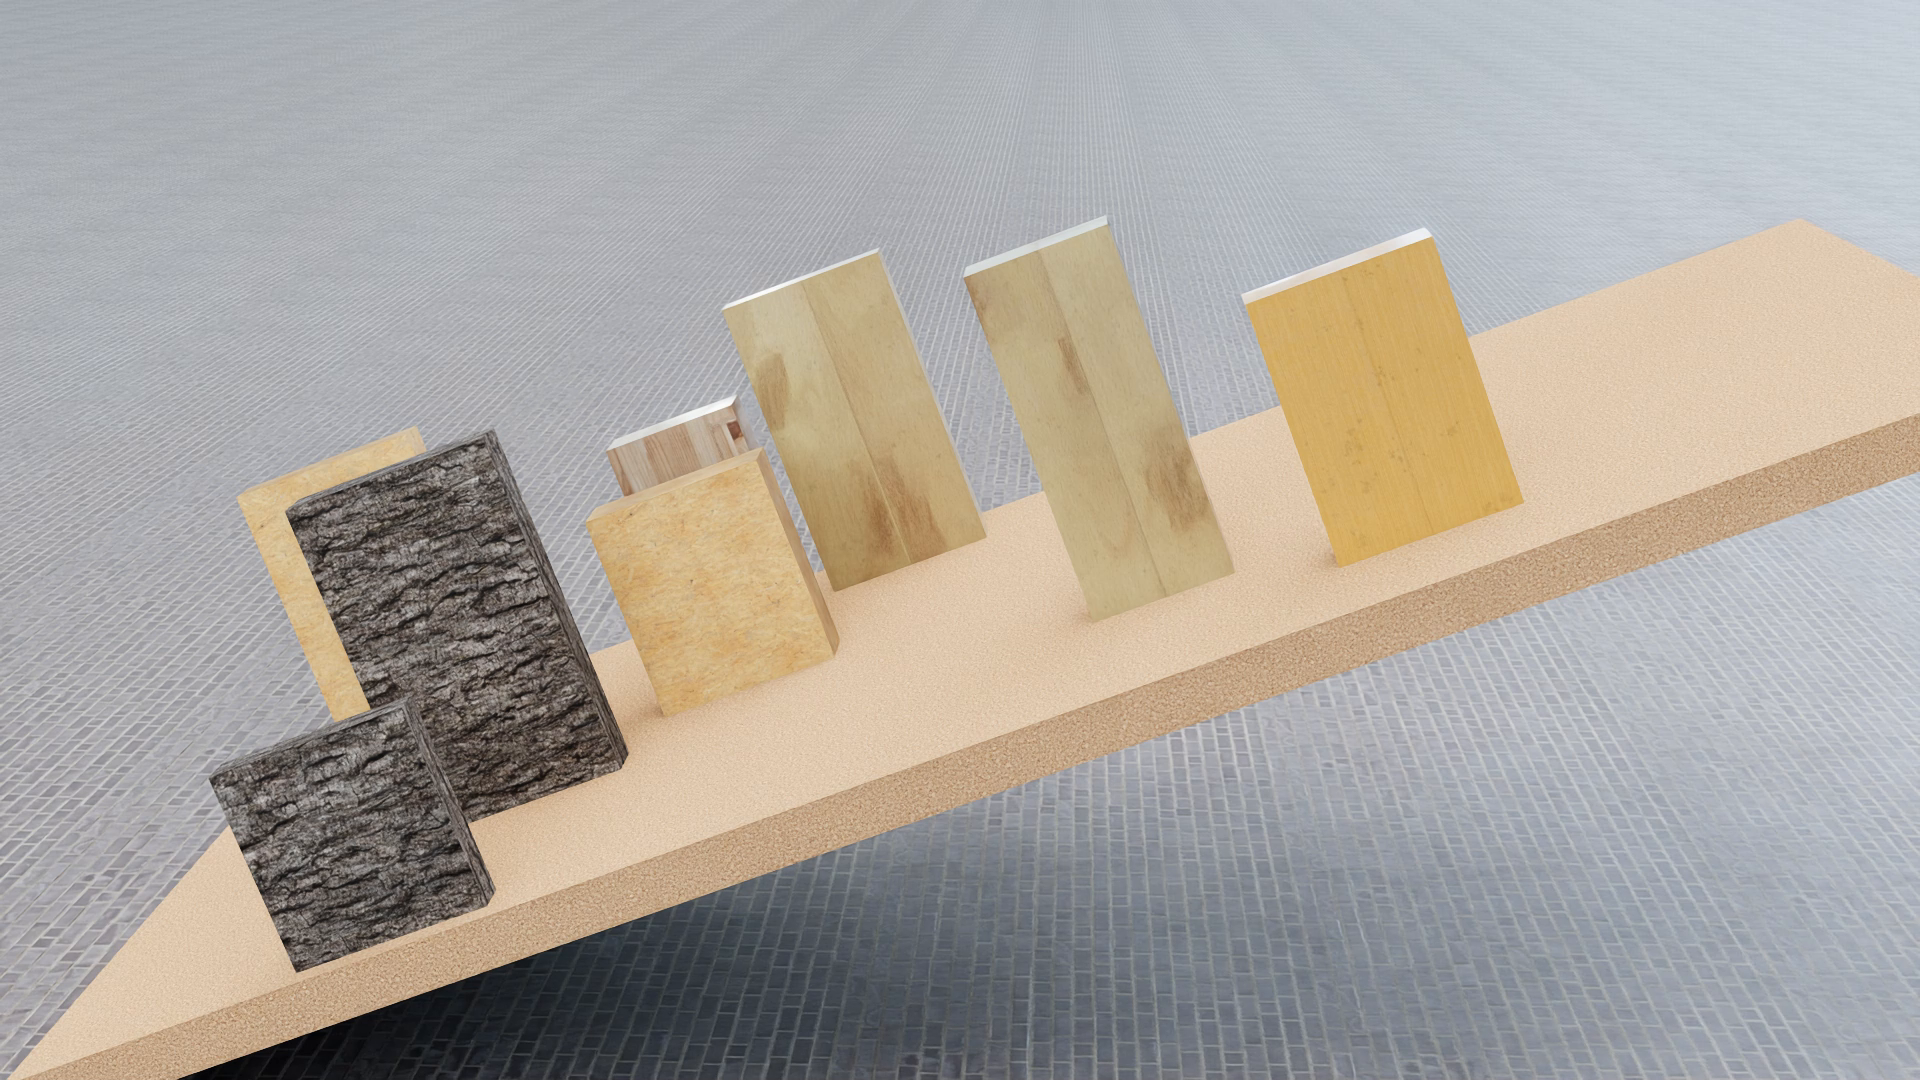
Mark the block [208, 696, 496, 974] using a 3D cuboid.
[{"bbox_3d":[-1.137,0.552,5.515,0.392,0.410,0.089,-20,12,7],"label":"block"}]

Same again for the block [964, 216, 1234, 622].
[{"bbox_3d":[0.277,-0.238,5.817,0.296,0.735,0.149,-20,12,7],"label":"block"}]

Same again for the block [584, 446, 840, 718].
[{"bbox_3d":[-0.536,0.092,6.423,0.398,0.465,0.149,-20,12,7],"label":"block"}]

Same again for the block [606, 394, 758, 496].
[{"bbox_3d":[-0.575,-0.030,6.886,0.313,0.531,0.140,-20,12,7],"label":"block"}]

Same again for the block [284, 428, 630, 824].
[{"bbox_3d":[-1.042,0.196,6.129,0.442,0.749,0.119,-20,12,7],"label":"block"}]

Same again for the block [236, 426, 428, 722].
[{"bbox_3d":[-1.305,0.163,6.749,0.422,0.748,0.100,-20,12,7],"label":"block"}]

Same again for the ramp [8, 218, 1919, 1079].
[{"bbox_3d":[0.118,0.176,6.295,4.000,0.100,2.000,-20,12,7],"label":"ramp"}]

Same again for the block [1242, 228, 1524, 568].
[{"bbox_3d":[0.794,-0.267,5.534,0.364,0.535,0.128,-20,12,7],"label":"block"}]

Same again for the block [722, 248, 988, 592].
[{"bbox_3d":[-0.244,-0.281,6.965,0.390,0.725,0.087,-20,12,7],"label":"block"}]
